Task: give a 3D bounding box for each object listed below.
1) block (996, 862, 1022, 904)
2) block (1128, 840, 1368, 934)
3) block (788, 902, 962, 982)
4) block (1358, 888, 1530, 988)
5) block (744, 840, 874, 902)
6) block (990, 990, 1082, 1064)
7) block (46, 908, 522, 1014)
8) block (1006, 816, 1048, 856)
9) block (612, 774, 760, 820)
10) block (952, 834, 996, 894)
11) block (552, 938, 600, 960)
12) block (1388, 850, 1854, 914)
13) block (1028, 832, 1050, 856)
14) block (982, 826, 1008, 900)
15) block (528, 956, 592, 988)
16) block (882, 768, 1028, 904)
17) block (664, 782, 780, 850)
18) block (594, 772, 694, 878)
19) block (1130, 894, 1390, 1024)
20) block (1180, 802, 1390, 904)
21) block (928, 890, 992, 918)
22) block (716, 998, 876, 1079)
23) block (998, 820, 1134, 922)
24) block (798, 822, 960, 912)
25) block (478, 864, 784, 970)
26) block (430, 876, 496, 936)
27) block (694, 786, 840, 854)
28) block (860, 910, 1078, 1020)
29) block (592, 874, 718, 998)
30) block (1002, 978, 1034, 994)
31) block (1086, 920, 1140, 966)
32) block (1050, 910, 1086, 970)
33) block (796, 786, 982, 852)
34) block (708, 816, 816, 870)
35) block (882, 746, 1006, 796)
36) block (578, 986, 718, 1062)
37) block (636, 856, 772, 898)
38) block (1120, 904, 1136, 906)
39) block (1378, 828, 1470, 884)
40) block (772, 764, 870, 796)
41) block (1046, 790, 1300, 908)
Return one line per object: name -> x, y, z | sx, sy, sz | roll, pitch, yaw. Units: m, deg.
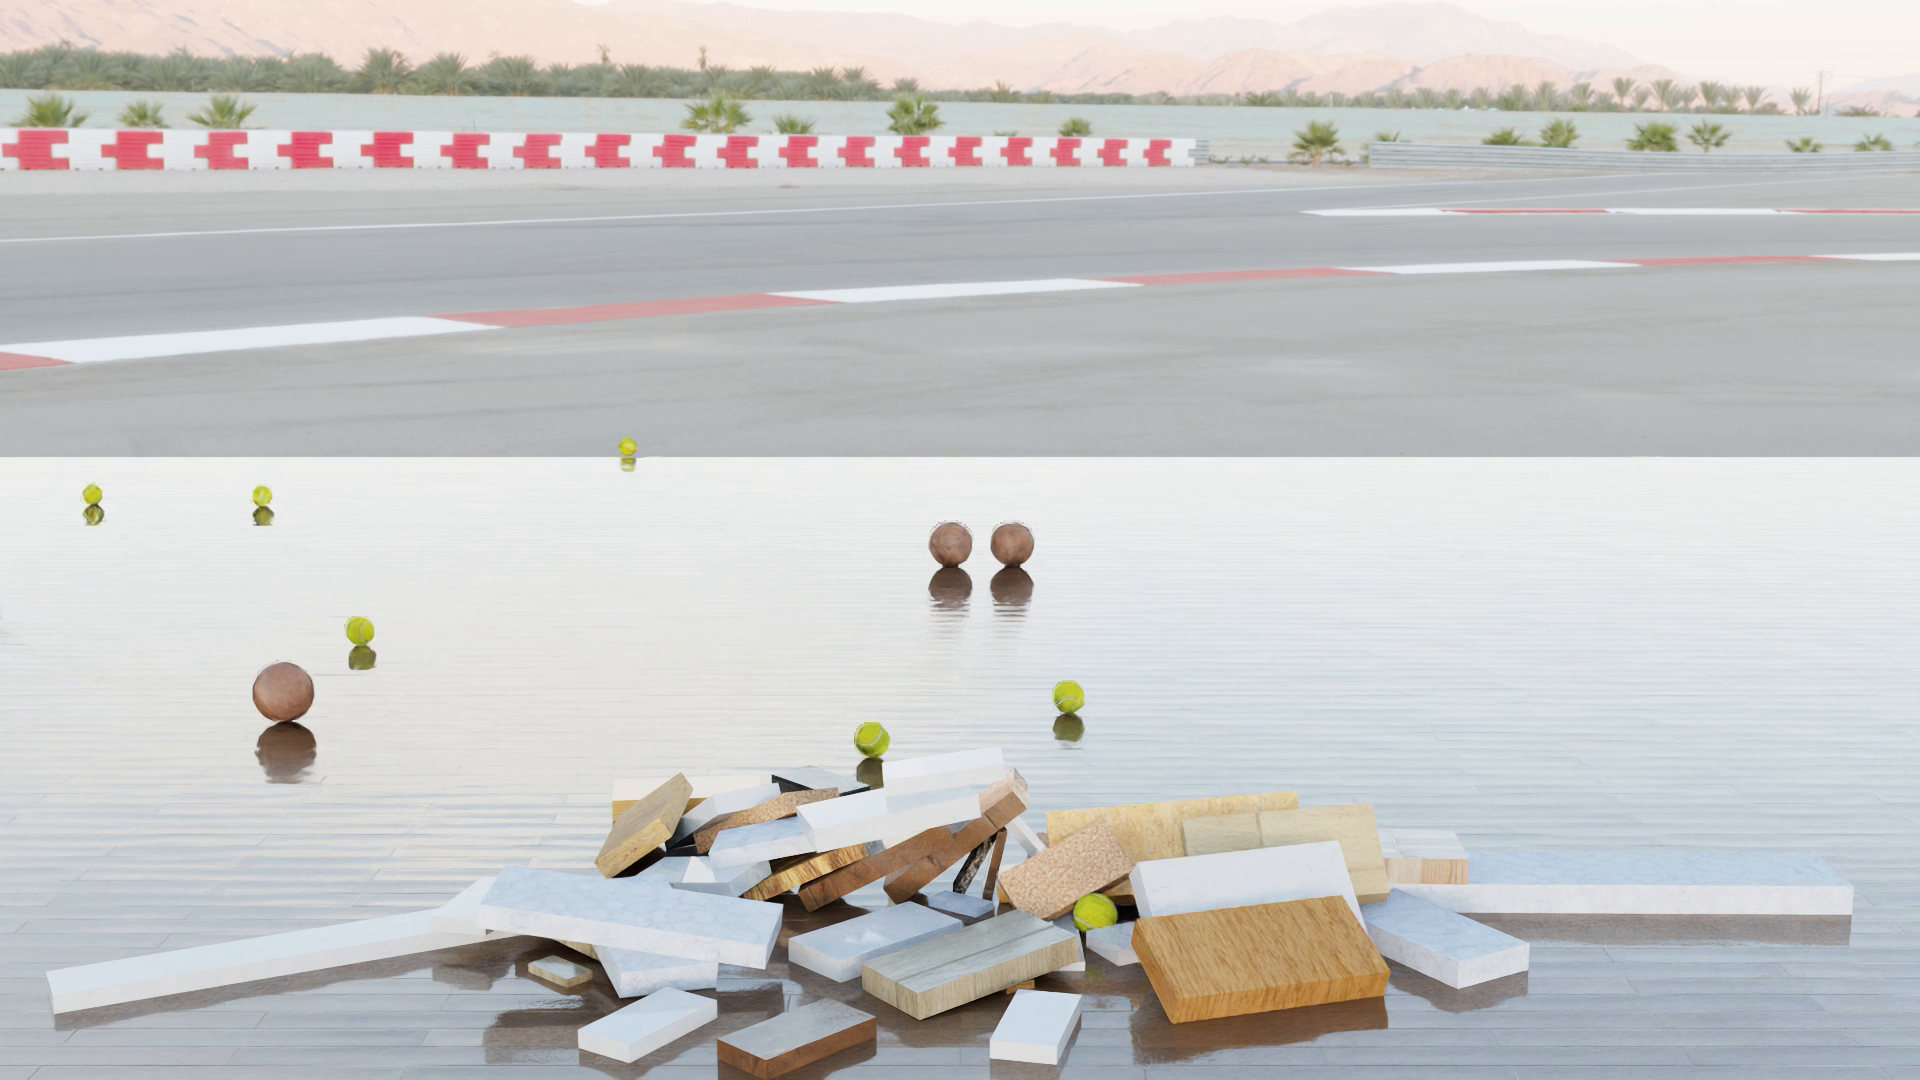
block -> 0.167, 0.559, 3.661 | 0.207, 0.029, 0.104 | -9, 10, 5
block -> 0.443, 0.564, 3.373 | 0.338, 0.169, 0.048 | -3, -31, -18
block -> -0.130, 0.621, 3.408 | 0.248, 0.035, 0.124 | -10, 14, -42
block -> 0.723, 0.616, 3.417 | 0.147, 0.042, 0.293 | -6, 12, -31
block -> -0.248, 0.531, 3.638 | 0.219, 0.031, 0.109 | -24, 9, 11
block -> 0.108, 0.683, 3.094 | 0.094, 0.027, 0.187 | 3, 11, 13
block -> -0.937, 0.623, 3.410 | 0.882, 0.029, 0.102 | -5, 12, -27
block -> 0.110, 0.496, 3.670 | 0.017, 0.117, 0.058 | -40, 6, 9
block -> -0.512, 0.484, 4.134 | 0.275, 0.039, 0.137 | -1, 11, -6
block -> 0.023, 0.535, 3.661 | 0.017, 0.117, 0.059 | 29, 9, -5
block -> -0.589, 0.600, 3.441 | 0.204, 0.029, 0.102 | 17, 20, 31
block -> 0.987, 0.568, 3.657 | 0.925, 0.048, 0.169 | 0, 11, 1
block -> 0.153, 0.540, 3.900 | 0.047, 0.013, 0.095 | 2, 11, 13
block -> 0.058, 0.532, 3.659 | 0.017, 0.117, 0.058 | 12, 10, -2
block -> -0.602, 0.649, 3.312 | 0.095, 0.013, 0.047 | 9, 14, 41
block -> -0.006, 0.491, 3.653 | 0.272, 0.039, 0.136 | -38, 7, 8
block -> -0.416, 0.482, 3.827 | 0.124, 0.035, 0.247 | -7, -17, -31
block -> -0.552, 0.499, 3.856 | 0.137, 0.039, 0.275 | -35, 8, 7
block -> 0.441, 0.615, 3.239 | 0.338, 0.048, 0.169 | -3, 33, -18
block -> 0.515, 0.510, 3.501 | 0.307, 0.153, 0.043 | -5, -30, -3
block -> 0.001, 0.596, 3.602 | 0.095, 0.014, 0.048 | 7, 13, 34
block -> -0.225, 0.690, 3.051 | 0.102, 0.029, 0.204 | 10, 14, 43
block -> 0.170, 0.537, 3.517 | 0.198, 0.028, 0.099 | -26, 61, -12
block -> -0.131, 0.515, 3.620 | 0.272, 0.039, 0.136 | -27, 9, 9
block -> -0.495, 0.568, 3.323 | 0.435, 0.039, 0.137 | 8, 17, 3
block -> -0.754, 0.580, 3.491 | 0.093, 0.026, 0.186 | 3, 11, 14
block -> -0.332, 0.484, 3.786 | 0.248, 0.035, 0.124 | -28, -19, 39
block -> 0.016, 0.630, 3.279 | 0.293, 0.042, 0.147 | -13, 15, -34
block -> -0.485, 0.600, 3.358 | 0.147, 0.042, 0.293 | -1, 19, -24
block -> 0.067, 0.653, 3.292 | 0.047, 0.013, 0.094 | -6, 12, -28
block -> 0.301, 0.621, 3.431 | 0.186, 0.026, 0.093 | -6, 12, -28
block -> 0.163, 0.621, 3.464 | 0.048, 0.014, 0.272 | 0, 11, -1
block -> -0.116, 0.439, 3.553 | 0.272, 0.039, 0.136 | -11, 12, -14
block -> -0.297, 0.493, 3.633 | 0.219, 0.031, 0.109 | -12, 11, 6
block -> -0.027, 0.380, 3.617 | 0.198, 0.028, 0.099 | -8, 11, -1
block -> -0.439, 0.682, 3.101 | 0.094, 0.027, 0.187 | 7, 13, 33
block -> -0.432, 0.557, 3.623 | 0.219, 0.031, 0.109 | -6, 13, 32
block -> 0.349, 0.576, 3.663 | 0.207, 0.029, 0.103 | 0, 11, 0
block -> 0.675, 0.523, 3.648 | 0.307, 0.043, 0.153 | 1, 11, 3
block -> -0.268, 0.473, 4.225 | 0.094, 0.027, 0.187 | -9, 14, -41
block -> 0.351, 0.503, 3.568 | 0.410, 0.153, 0.043 | -5, -30, 1
